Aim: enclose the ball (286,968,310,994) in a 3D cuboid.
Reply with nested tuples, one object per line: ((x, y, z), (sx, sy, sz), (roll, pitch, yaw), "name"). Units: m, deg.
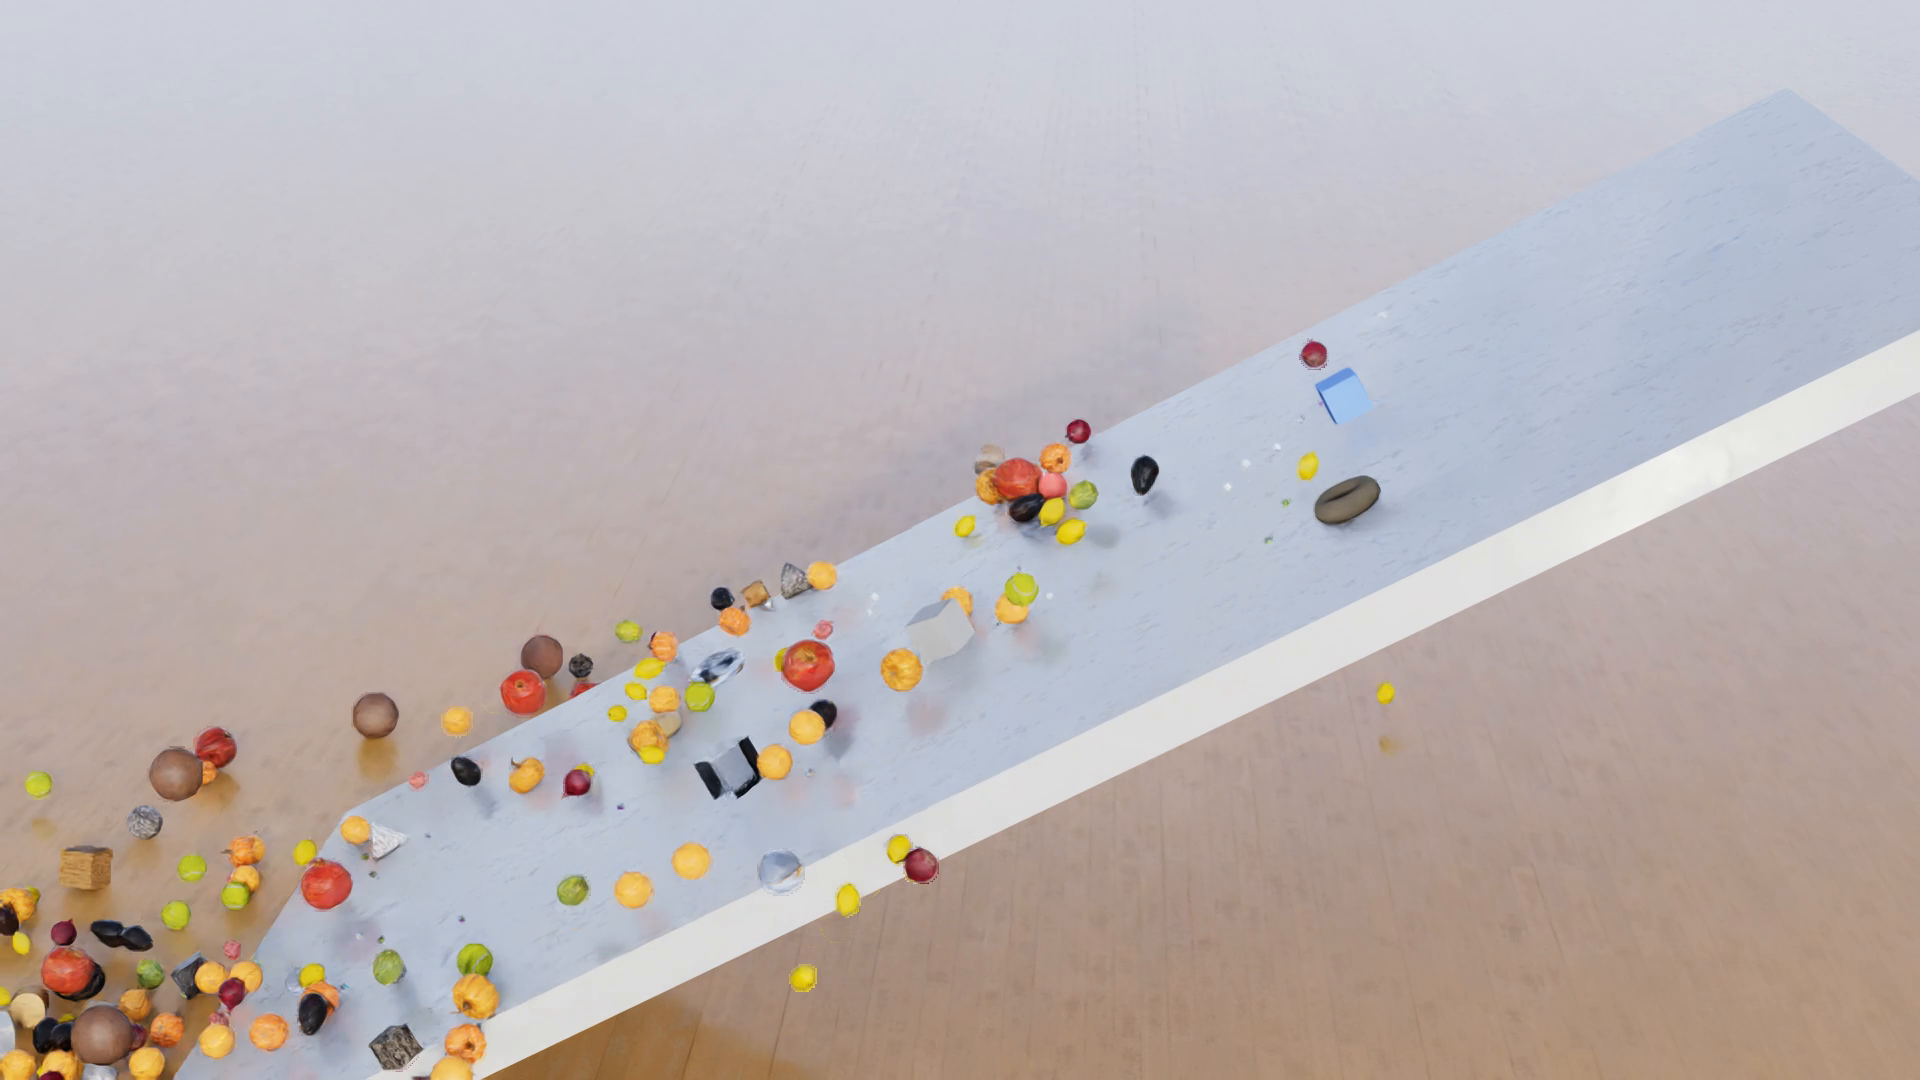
((-1.421, 0.945, 6.309), (0.053, 0.053, 0.053), (0, 17, 0), "ball")

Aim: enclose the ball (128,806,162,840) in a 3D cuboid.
((-2.119, 0.734, 7.645), (0.088, 0.088, 0.088), (0, 17, 0), "ball")

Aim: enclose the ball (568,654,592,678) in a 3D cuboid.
((-1.135, 0.378, 8.805), (0.071, 0.071, 0.071), (0, 17, 0), "ball")

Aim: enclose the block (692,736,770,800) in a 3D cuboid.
((-0.469, 0.468, 6.028), (0.093, 0.093, 0.093), (-38, 17, -32), "block")

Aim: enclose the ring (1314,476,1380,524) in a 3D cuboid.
((0.744, -0.077, 5.654), (0.135, 0.045, 0.135), (-27, 15, 8), "ring")

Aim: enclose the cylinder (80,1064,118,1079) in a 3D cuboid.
((-1.838, 1.160, 6.272), (0.073, 0.073, 0.073), (7, -17, 2), "cylinder")

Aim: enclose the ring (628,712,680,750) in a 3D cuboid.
((-0.695, 0.434, 6.692), (0.134, 0.045, 0.134), (-27, 10, 5), "ring")

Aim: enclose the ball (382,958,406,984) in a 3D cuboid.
((-1.159, 0.882, 6.022), (0.050, 0.050, 0.050), (0, 17, 0), "ball")

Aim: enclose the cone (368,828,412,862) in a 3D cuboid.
((-1.349, 0.713, 7.003), (0.096, 0.096, 0.096), (-21, 23, -14), "cone")

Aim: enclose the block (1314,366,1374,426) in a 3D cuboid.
((0.814, -0.305, 6.232), (0.084, 0.084, 0.084), (-28, 14, 4), "block")

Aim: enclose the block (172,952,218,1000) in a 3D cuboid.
((-1.763, 1.002, 6.775), (0.069, 0.069, 0.069), (-33, 13, -1), "block")

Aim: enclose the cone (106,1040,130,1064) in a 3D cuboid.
((-1.863, 1.137, 6.471), (0.050, 0.050, 0.050), (16, 55, 42), "cone")

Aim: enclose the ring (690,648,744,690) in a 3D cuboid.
((-0.569, 0.303, 6.901), (0.143, 0.048, 0.143), (-26, 13, 7), "ring")

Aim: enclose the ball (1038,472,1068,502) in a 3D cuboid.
((0.214, -0.123, 6.811), (0.067, 0.067, 0.067), (0, 17, 0), "ball")

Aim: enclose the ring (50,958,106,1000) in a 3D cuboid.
((-2.038, 1.016, 6.793), (0.123, 0.041, 0.123), (8, 32, -5), "ring")

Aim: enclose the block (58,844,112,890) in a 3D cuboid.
((-2.184, 0.817, 7.347), (0.090, 0.090, 0.090), (5, 4, 16), "block")

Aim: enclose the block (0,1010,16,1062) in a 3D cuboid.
((-2.136, 1.101, 6.494), (0.082, 0.082, 0.082), (-9, 20, -27), "block")

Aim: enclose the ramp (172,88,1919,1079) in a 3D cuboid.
((0.141, 0.167, 6.282), (4.000, 0.100, 2.000), (-27, 14, 11), "ramp")

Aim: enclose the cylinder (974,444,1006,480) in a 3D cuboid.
((0.074, -0.194, 7.278), (0.065, 0.065, 0.065), (5, 46, 17), "cylinder")

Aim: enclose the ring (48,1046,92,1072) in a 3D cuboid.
((-1.952, 1.140, 6.453), (0.092, 0.031, 0.092), (0, 17, 0), "ring")

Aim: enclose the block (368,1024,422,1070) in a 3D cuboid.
((-1.065, 0.957, 5.552), (0.060, 0.060, 0.060), (-13, 21, 48), "block")

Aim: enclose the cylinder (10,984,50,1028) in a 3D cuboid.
((-2.101, 1.050, 6.640), (0.079, 0.079, 0.079), (-3, 9, -10), "cylinder")

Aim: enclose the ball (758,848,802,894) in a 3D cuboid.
((-0.326, 0.602, 5.350), (0.081, 0.081, 0.081), (0, 17, 0), "ball")

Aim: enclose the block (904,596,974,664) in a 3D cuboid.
((-0.043, 0.189, 6.175), (0.090, 0.090, 0.090), (-19, 17, 35), "block")

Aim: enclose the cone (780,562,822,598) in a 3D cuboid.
((-0.384, 0.103, 7.251), (0.092, 0.092, 0.092), (4, 18, 15), "cone")
